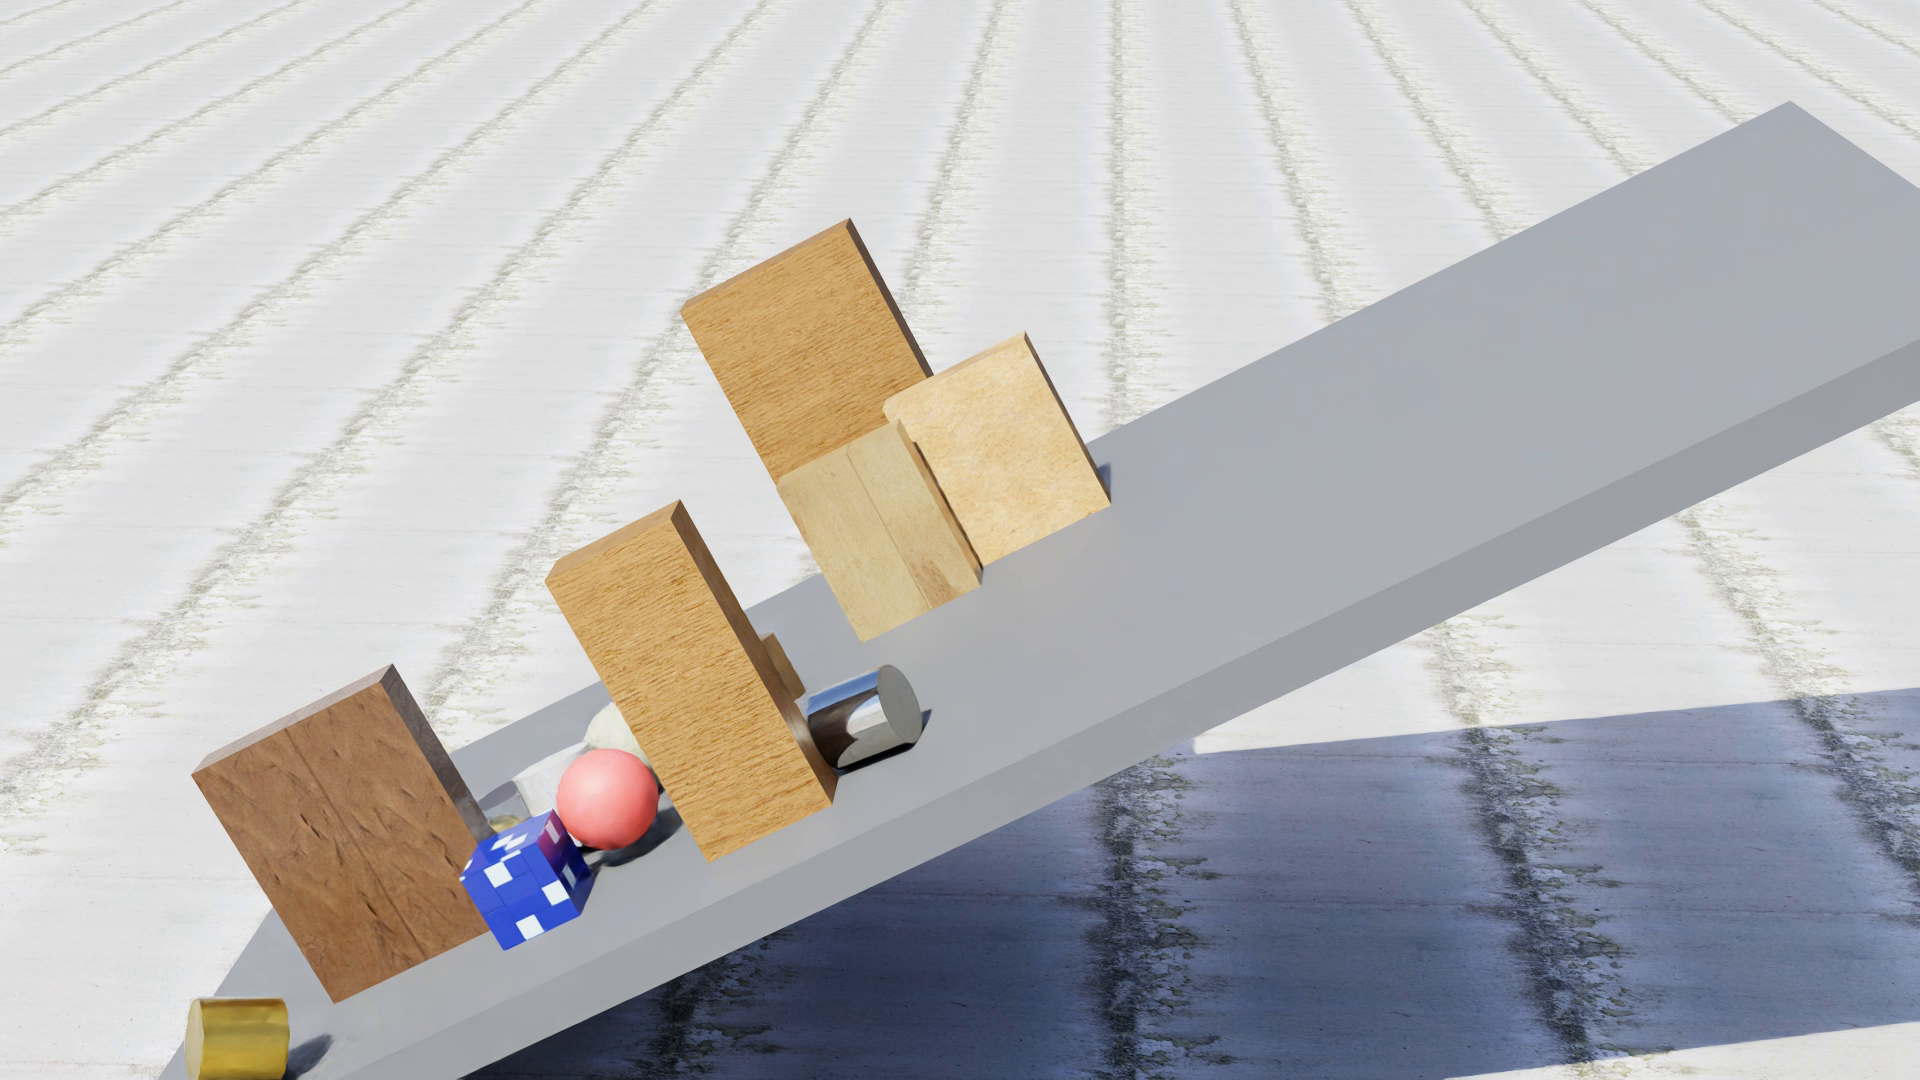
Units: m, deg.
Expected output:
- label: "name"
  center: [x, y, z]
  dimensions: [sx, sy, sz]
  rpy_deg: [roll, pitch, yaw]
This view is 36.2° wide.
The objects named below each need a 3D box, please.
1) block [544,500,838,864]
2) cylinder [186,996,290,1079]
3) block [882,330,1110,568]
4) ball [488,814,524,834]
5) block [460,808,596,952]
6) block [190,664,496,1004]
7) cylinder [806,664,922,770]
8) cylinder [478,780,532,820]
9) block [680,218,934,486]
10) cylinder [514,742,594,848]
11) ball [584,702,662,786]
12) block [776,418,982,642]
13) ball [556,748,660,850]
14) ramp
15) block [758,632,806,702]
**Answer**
- label: "block"
  center: [-0.507, 0.271, 5.615]
  dimensions: [0.272, 0.637, 0.133]
  rpy_deg: [-26, 14, 10]
- label: "cylinder"
  center: [-1.397, 0.966, 5.686]
  dimensions: [0.163, 0.163, 0.163]
  rpy_deg: [4, 14, -25]
- label: "block"
  center: [0.085, -0.197, 6.595]
  dimensions: [0.353, 0.426, 0.088]
  rpy_deg: [-26, 14, 10]
- label: "ball"
  center: [-0.944, 0.648, 6.131]
  dimensions: [0.151, 0.151, 0.151]
  rpy_deg: [0, 17, 0]
- label: "block"
  center: [-0.854, 0.671, 5.824]
  dimensions: [0.174, 0.174, 0.174]
  rpy_deg: [-26, 14, 11]
- label: "block"
  center: [-1.210, 0.598, 5.965]
  dimensions: [0.445, 0.562, 0.110]
  rpy_deg: [-26, 14, 10]
- label: "cylinder"
  center: [-0.186, 0.345, 5.725]
  dimensions: [0.162, 0.162, 0.162]
  rpy_deg: [-22, 8, 23]
- label: "cylinder"
  center: [-0.947, 0.605, 6.313]
  dimensions: [0.143, 0.143, 0.143]
  rpy_deg: [-27, 14, 7]
- label: "block"
  center: [-0.274, -0.309, 6.946]
  dimensions: [0.440, 0.781, 0.121]
  rpy_deg: [-26, 14, 10]
- label: "cylinder"
  center: [-0.815, 0.540, 6.148]
  dimensions: [0.177, 0.177, 0.177]
  rpy_deg: [-25, 6, 3]
- label: "ball"
  center: [-0.699, 0.439, 6.265]
  dimensions: [0.203, 0.203, 0.203]
  rpy_deg: [0, 17, 0]
- label: "block"
  center: [-0.176, -0.019, 6.514]
  dimensions: [0.300, 0.401, 0.098]
  rpy_deg: [-26, 14, 10]
- label: "ball"
  center: [-0.708, 0.521, 5.910]
  dimensions: [0.205, 0.205, 0.205]
  rpy_deg: [0, 17, 0]
- label: "ramp"
  center: [0.140, 0.167, 6.281]
  dimensions: [4.000, 0.100, 2.000]
  rpy_deg: [-26, 14, 10]
- label: "block"
  center: [-0.464, 0.315, 6.396]
  dimensions: [0.152, 0.152, 0.152]
  rpy_deg: [-15, 19, 44]
